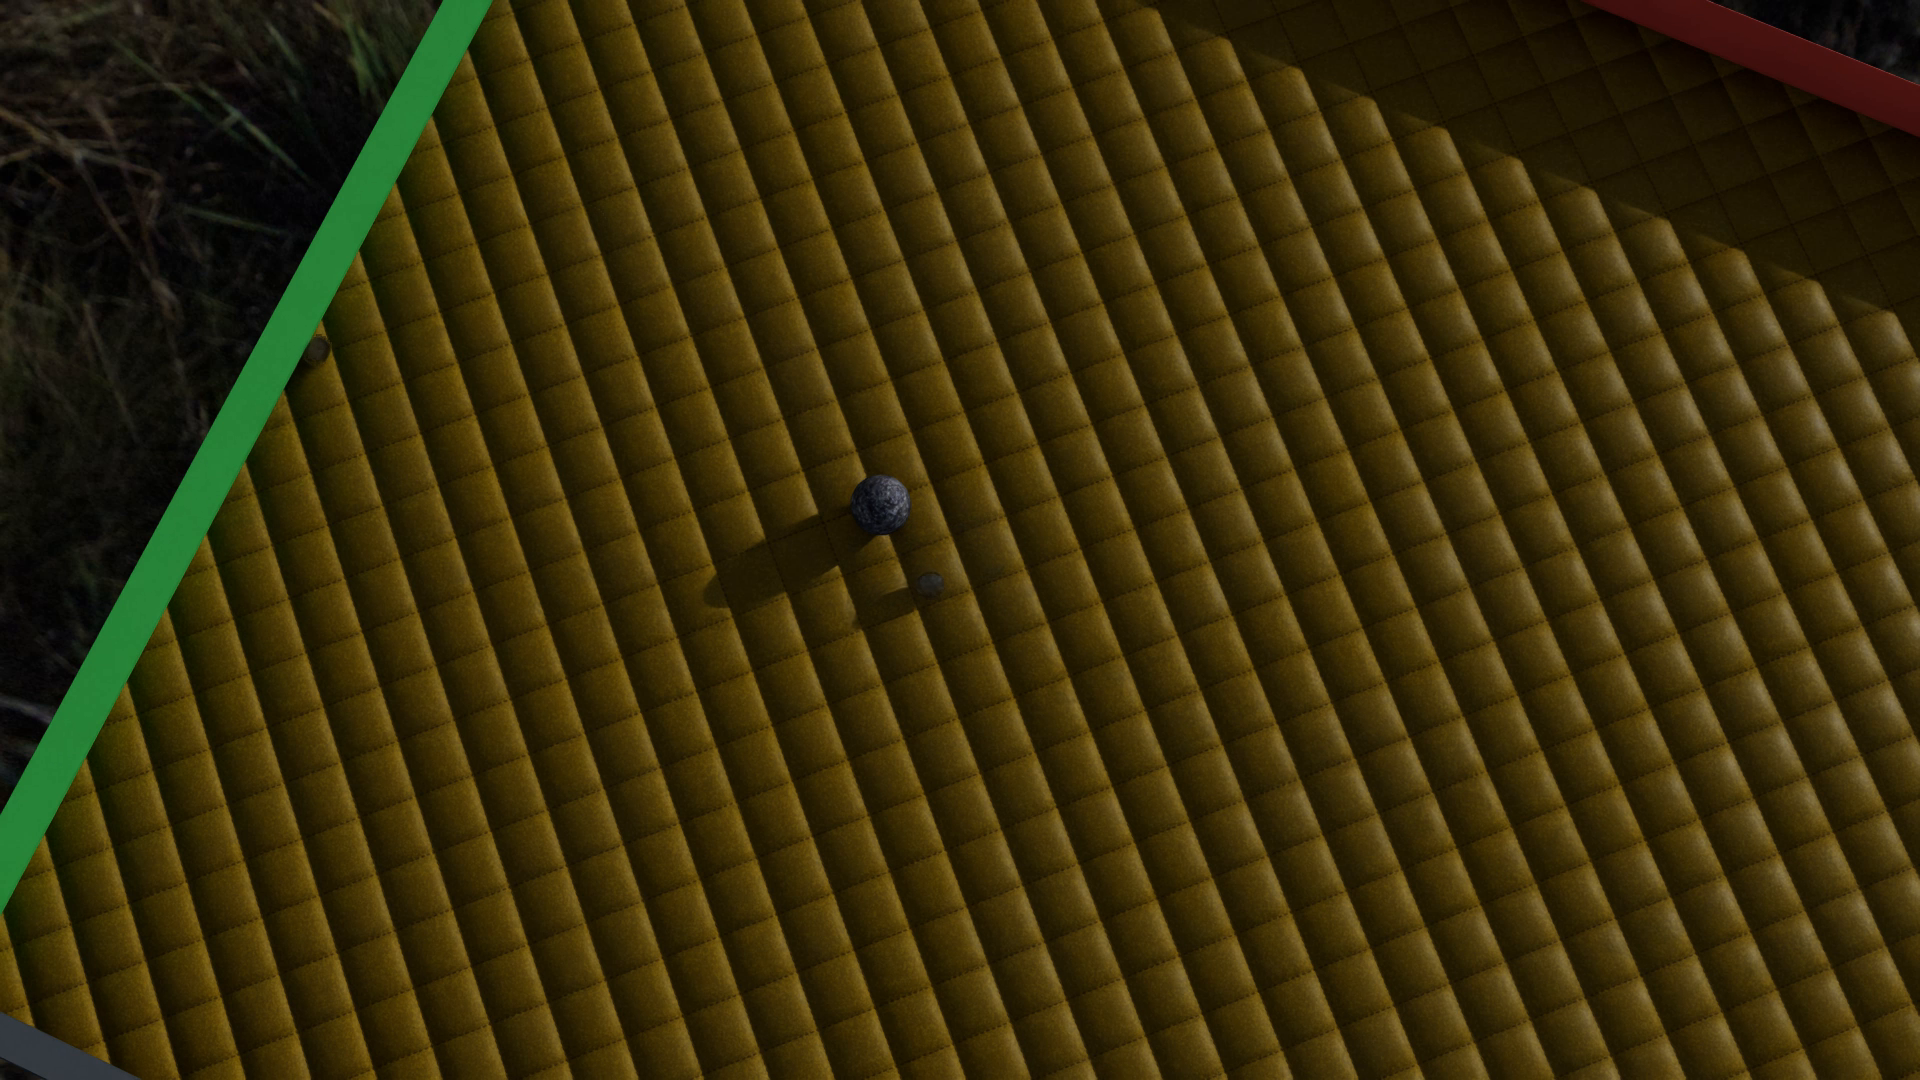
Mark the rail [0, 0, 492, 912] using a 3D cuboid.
[{"bbox_3d":[-0.961,-0.428,3.385,0.045,0.119,2.486,24,78,5],"label":"rail"}]

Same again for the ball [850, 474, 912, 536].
[{"bbox_3d":[-0.119,-0.053,3.316,0.092,0.092,0.092,0,77,0],"label":"ball"}]

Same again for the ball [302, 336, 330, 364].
[{"bbox_3d":[-0.995,-0.293,3.395,0.043,0.043,0.043,0,77,0],"label":"ball"}]

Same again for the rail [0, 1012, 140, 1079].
[{"bbox_3d":[0.483,1.509,2.948,4.311,0.119,0.045,24,78,5],"label":"rail"}]

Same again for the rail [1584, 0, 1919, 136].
[{"bbox_3d":[1.483,-0.661,3.438,4.311,0.119,0.045,24,78,5],"label":"rail"}]

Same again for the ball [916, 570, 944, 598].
[{"bbox_3d":[-0.044,0.067,3.314,0.042,0.042,0.042,0,77,0],"label":"ball"}]
